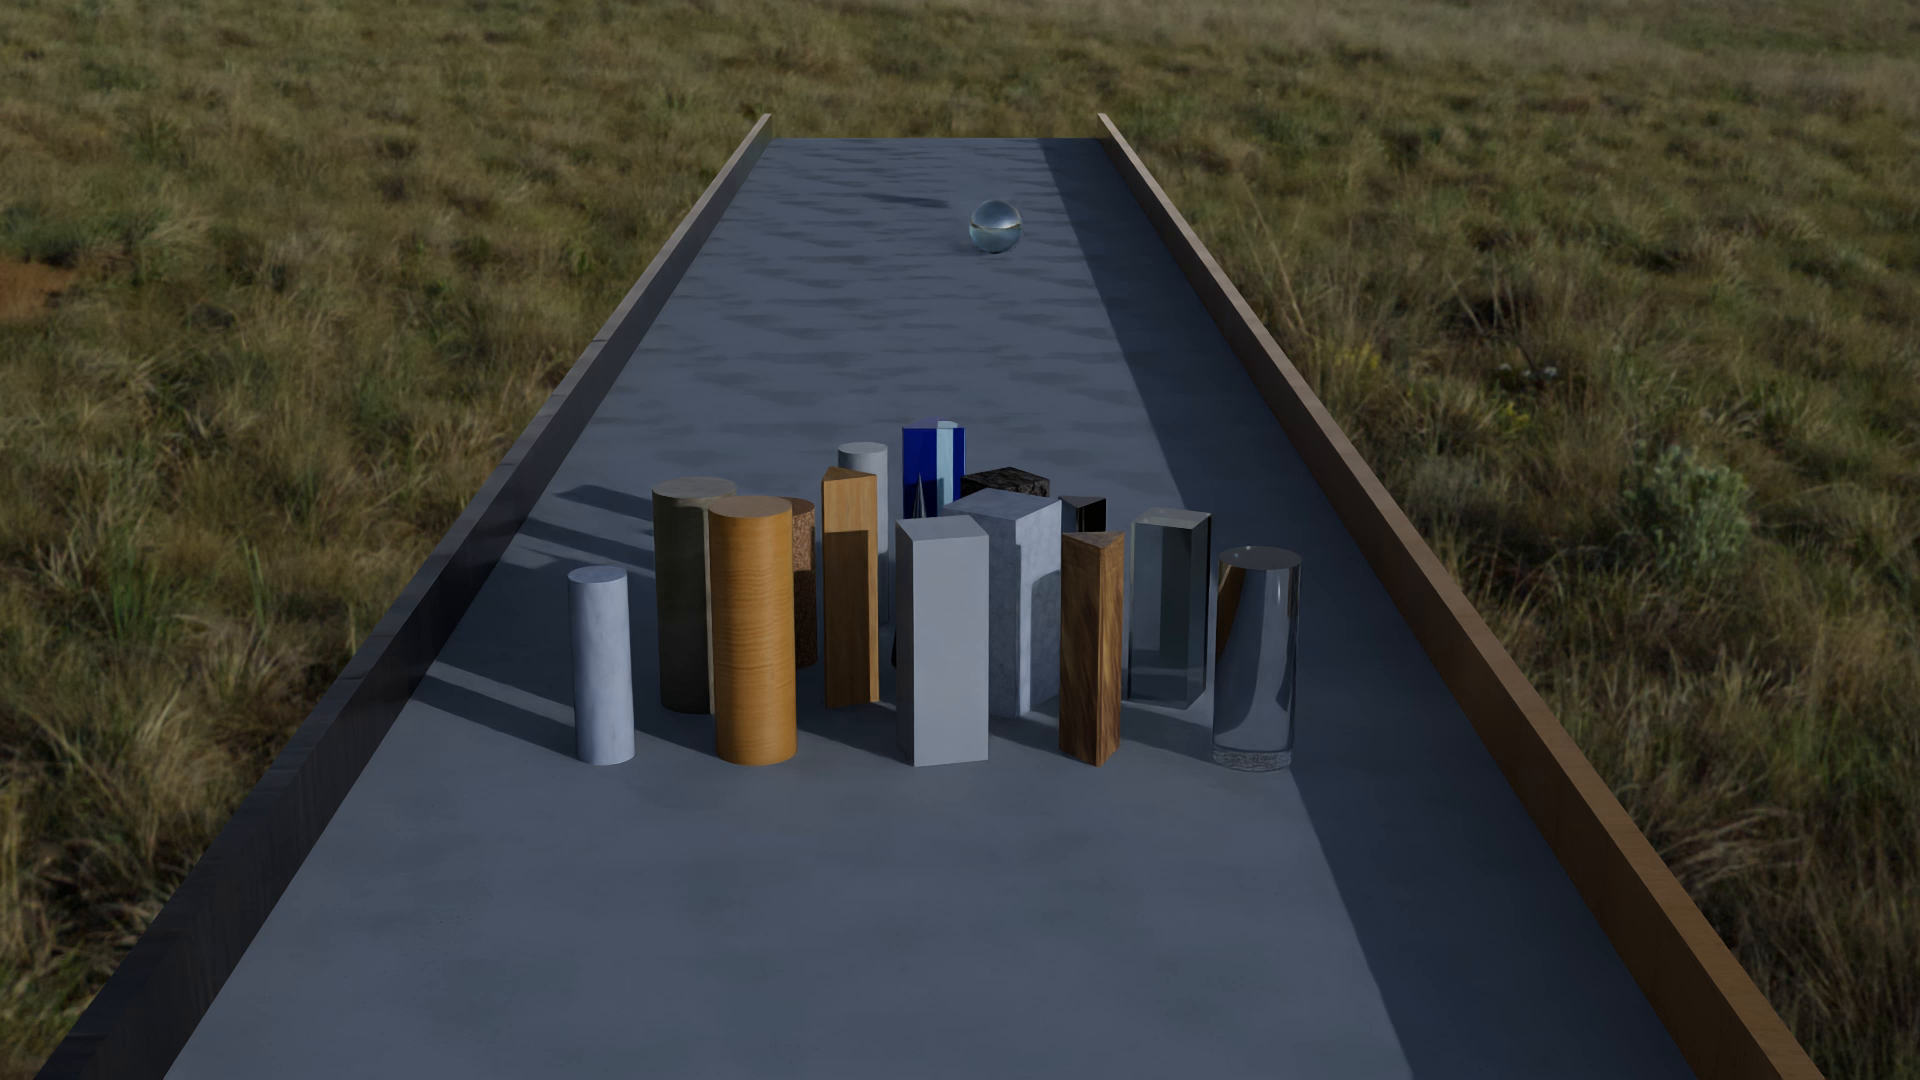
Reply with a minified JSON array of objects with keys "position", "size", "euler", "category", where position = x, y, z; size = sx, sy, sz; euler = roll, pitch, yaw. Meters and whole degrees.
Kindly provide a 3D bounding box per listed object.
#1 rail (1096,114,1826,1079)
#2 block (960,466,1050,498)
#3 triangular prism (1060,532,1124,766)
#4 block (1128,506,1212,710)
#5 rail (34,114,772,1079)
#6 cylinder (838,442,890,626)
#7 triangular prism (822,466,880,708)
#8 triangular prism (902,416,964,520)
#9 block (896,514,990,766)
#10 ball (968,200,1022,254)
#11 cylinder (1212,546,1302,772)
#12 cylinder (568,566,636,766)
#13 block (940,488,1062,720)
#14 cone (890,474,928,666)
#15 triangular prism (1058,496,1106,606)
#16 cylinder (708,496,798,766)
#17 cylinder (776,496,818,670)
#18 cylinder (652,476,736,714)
[{"position":[0.932,-0.844,7.801],"size":[0.050,0.150,12.000],"euler":[0,17,-1],"category":"rail"},{"position":[0.094,0.019,4.623],"size":[0.132,0.309,0.132],"euler":[-12,20,-36],"category":"block"},{"position":[0.249,0.186,3.892],"size":[0.095,0.404,0.110],"euler":[-12,20,-35],"category":"triangular prism"},{"position":[0.397,0.128,4.170],"size":[0.118,0.356,0.118],"euler":[7,18,23],"category":"block"},{"position":[-1.118,-0.838,7.780],"size":[0.050,0.150,12.000],"euler":[0,17,-1],"category":"rail"},{"position":[-0.201,-0.011,4.606],"size":[0.103,0.375,0.103],"euler":[0,17,0],"category":"cylinder"},{"position":[-0.223,0.087,4.155],"size":[0.109,0.444,0.094],"euler":[-7,18,-23],"category":"triangular prism"},{"position":[-0.056,-0.086,4.877],"size":[0.135,0.364,0.117],"euler":[0,17,1],"category":"triangular prism"},{"position":[-0.032,0.178,3.900],"size":[0.135,0.416,0.135],"euler":[-4,17,-14],"category":"block"},{"position":[0.150,-1.324,9.282],"size":[0.226,0.226,0.226],"euler":[0,17,0],"category":"ball"},{"position":[0.521,0.209,3.872],"size":[0.143,0.372,0.143],"euler":[0,17,0],"category":"cylinder"},{"position":[-0.634,0.222,3.889],"size":[0.104,0.338,0.104],"euler":[0,17,0],"category":"cylinder"},{"position":[0.077,0.117,4.155],"size":[0.164,0.386,0.164],"euler":[10,19,31],"category":"block"},{"position":[-0.079,0.053,4.353],"size":[0.120,0.396,0.120],"euler":[0,17,0],"category":"cone"},{"position":[0.228,0.077,4.389],"size":[0.081,0.329,0.093],"euler":[13,21,38],"category":"triangular prism"},{"position":[-0.365,0.160,3.890],"size":[0.146,0.456,0.146],"euler":[0,17,0],"category":"cylinder"},{"position":[-0.362,0.087,4.377],"size":[0.152,0.317,0.152],"euler":[0,17,0],"category":"cylinder"},{"position":[-0.493,0.103,4.142],"size":[0.156,0.420,0.156],"euler":[0,17,0],"category":"cylinder"}]
